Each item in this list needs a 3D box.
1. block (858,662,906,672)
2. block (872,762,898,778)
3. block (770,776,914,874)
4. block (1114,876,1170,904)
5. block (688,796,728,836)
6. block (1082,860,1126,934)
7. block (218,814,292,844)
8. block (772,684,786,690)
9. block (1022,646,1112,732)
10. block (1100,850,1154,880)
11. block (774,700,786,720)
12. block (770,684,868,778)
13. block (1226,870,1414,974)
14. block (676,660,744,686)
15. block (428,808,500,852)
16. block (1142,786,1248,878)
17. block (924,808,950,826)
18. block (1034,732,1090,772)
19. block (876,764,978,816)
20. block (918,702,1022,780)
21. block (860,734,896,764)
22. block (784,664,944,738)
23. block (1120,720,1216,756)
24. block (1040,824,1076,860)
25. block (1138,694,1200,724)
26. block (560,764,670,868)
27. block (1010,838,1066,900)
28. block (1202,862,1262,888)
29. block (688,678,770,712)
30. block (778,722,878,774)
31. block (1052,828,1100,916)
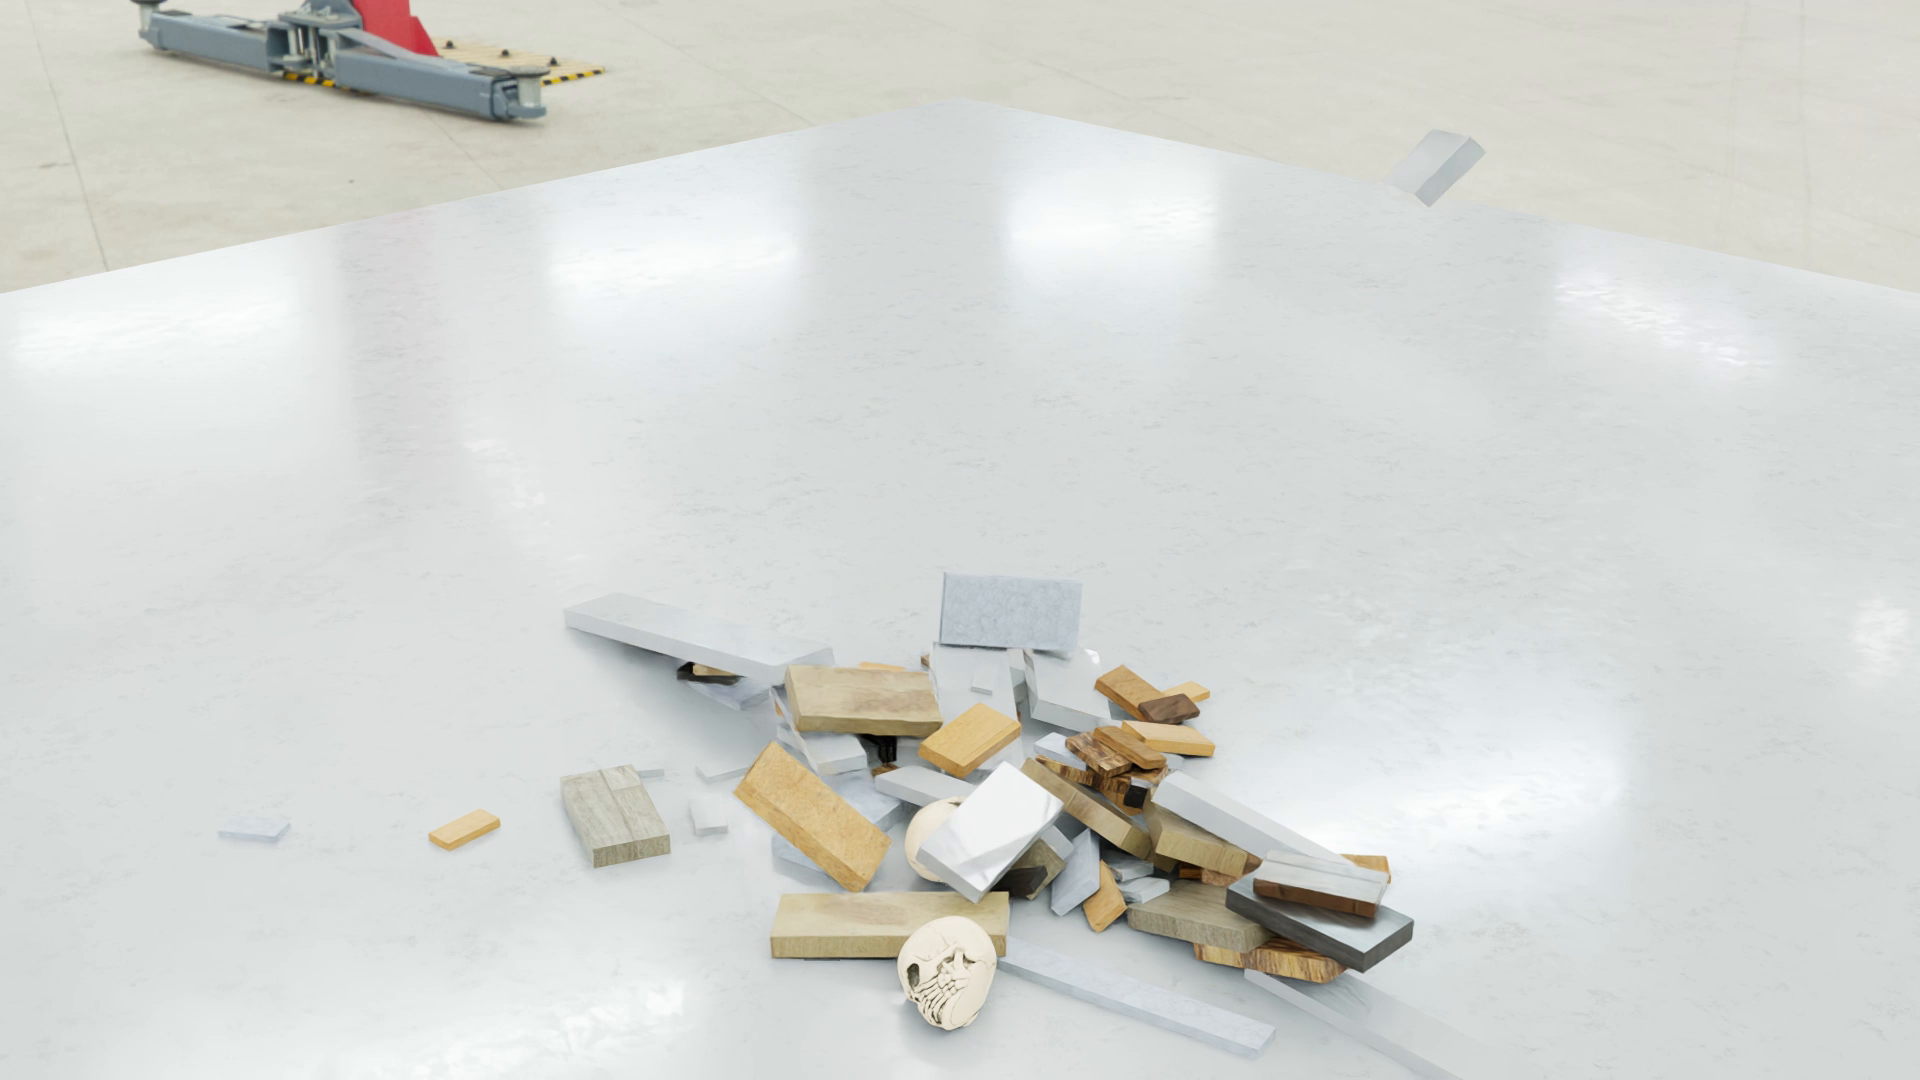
[{"bbox_3d":[-0.204,0.336,4.931,0.104,0.030,0.209,7,24,15],"label":"block"},{"bbox_3d":[-0.135,0.493,4.581,0.047,0.013,0.095,-20,30,-39],"label":"block"},{"bbox_3d":[-0.232,0.564,4.379,0.143,0.041,0.286,14,27,30],"label":"block"},{"bbox_3d":[0.319,0.654,4.132,0.072,0.020,0.143,-18,9,-36],"label":"block"},{"bbox_3d":[-0.508,0.555,4.430,0.062,0.018,0.124,-6,24,-13],"label":"block"},{"bbox_3d":[0.262,0.665,4.106,0.072,0.020,0.143,-42,25,9],"label":"block"},{"bbox_3d":[-1.405,0.576,4.380,0.124,0.018,0.062,4,23,10],"label":"block"},{"bbox_3d":[-0.383,0.291,4.824,0.088,0.025,0.175,-22,26,-39],"label":"block"},{"bbox_3d":[0.234,0.319,4.881,0.167,0.047,0.335,17,21,-9],"label":"block"},{"bbox_3d":[0.300,0.622,4.210,0.072,0.020,0.143,-8,7,-29],"label":"block"},{"bbox_3d":[-0.298,0.377,4.737,0.108,0.030,0.215,-17,24,-30],"label":"block"},{"bbox_3d":[-0.302,0.383,4.636,0.104,0.030,0.454,-10,21,-14],"label":"block"},{"bbox_3d":[0.627,0.653,3.846,0.294,0.042,0.147,21,30,41],"label":"block"},{"bbox_3d":[-0.560,0.299,4.962,0.140,0.020,0.070,6,22,20],"label":"block"},{"bbox_3d":[-0.986,0.577,4.379,0.064,0.018,0.128,18,29,36],"label":"block"},{"bbox_3d":[0.447,0.557,4.221,0.165,0.047,0.329,17,7,-2],"label":"block"},{"bbox_3d":[-0.043,0.541,4.430,0.050,0.014,0.101,-5,24,-11],"label":"block"},{"bbox_3d":[0.226,0.438,4.546,0.134,0.019,0.067,18,29,36],"label":"block"},{"bbox_3d":[-0.061,0.500,4.413,0.104,0.030,0.209,-13,18,-42],"label":"block"},{"bbox_3d":[0.022,0.414,4.557,0.109,0.031,0.219,26,33,25],"label":"block"},{"bbox_3d":[-0.189,0.382,4.722,0.030,0.108,0.215,-8,24,-21],"label":"block"},{"bbox_3d":[-0.202,0.335,4.577,0.308,0.044,0.154,5,37,-20],"label":"block"},{"bbox_3d":[0.441,0.421,4.662,0.185,0.026,0.093,8,16,-31],"label":"block"},{"bbox_3d":[0.141,0.582,4.285,0.096,0.027,0.192,-45,33,-3],"label":"block"},{"bbox_3d":[0.455,0.370,4.788,0.126,0.018,0.063,-9,41,-33],"label":"block"},{"bbox_3d":[-0.694,0.550,4.409,0.153,0.043,0.305,-9,25,-20],"label":"block"},{"bbox_3d":[0.120,0.605,4.229,0.096,0.027,0.192,-45,33,-3],"label":"block"},{"bbox_3d":[0.563,0.639,4.139,0.214,0.030,0.107,11,7,5],"label":"block"},{"bbox_3d":[-0.520,0.333,4.945,0.176,0.025,0.088,21,31,40],"label":"block"},{"bbox_3d":[-0.284,0.432,4.704,0.108,0.030,0.215,-18,29,-36],"label":"block"},{"bbox_3d":[0.220,0.628,4.172,0.096,0.027,0.192,-39,15,18],"label":"block"}]
